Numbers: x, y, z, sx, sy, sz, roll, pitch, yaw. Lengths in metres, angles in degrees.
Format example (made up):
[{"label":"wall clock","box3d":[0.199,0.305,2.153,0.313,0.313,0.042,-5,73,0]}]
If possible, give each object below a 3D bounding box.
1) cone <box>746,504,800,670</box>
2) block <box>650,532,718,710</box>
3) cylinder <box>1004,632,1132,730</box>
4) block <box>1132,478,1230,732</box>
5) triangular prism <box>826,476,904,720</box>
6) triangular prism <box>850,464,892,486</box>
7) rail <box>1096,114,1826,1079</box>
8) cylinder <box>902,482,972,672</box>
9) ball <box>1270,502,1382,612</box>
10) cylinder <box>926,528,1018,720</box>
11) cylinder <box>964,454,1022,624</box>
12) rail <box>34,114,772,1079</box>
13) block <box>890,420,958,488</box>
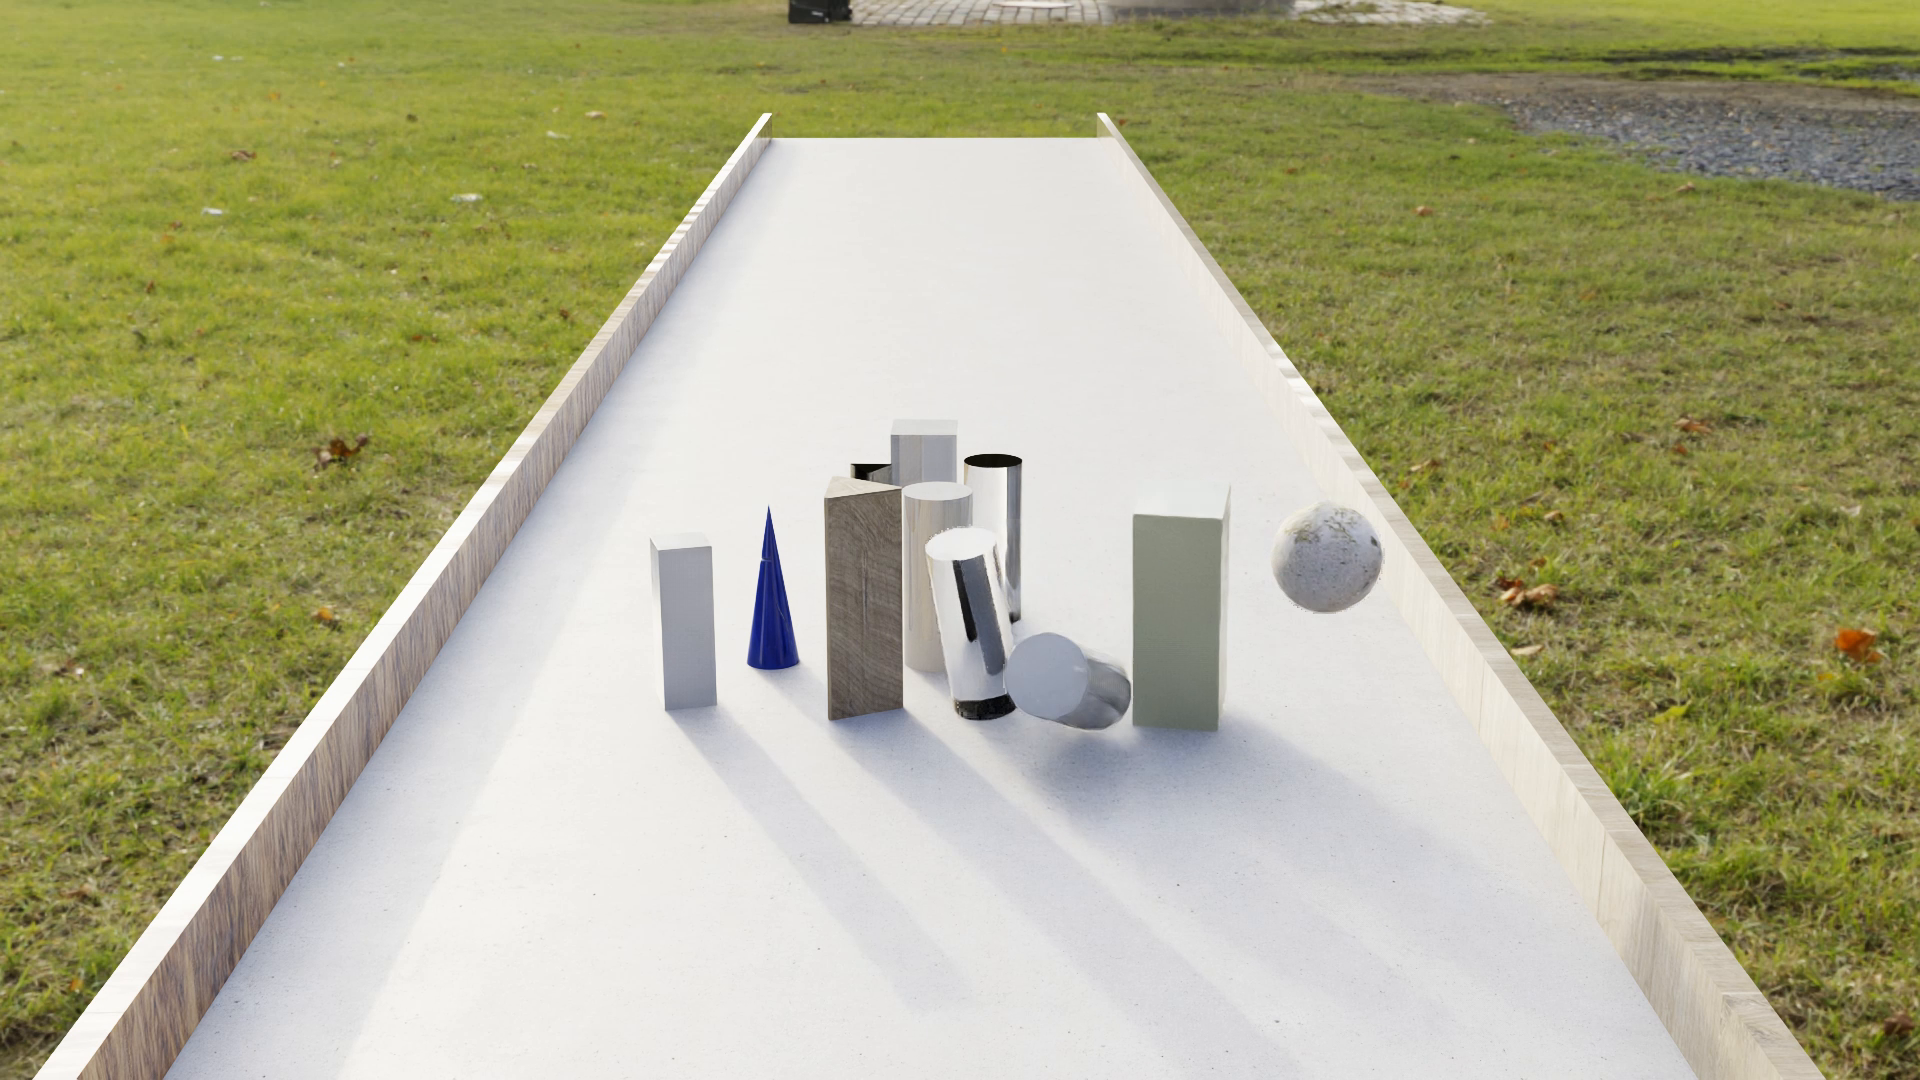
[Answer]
[{"label":"cone","box3d":[-0.376,0.084,4.366,0.108,0.329,0.108,0,17,0]},{"label":"block","box3d":[-0.523,0.152,4.160,0.100,0.316,0.100,-5,17,-16]},{"label":"cylinder","box3d":[0.196,0.254,3.884,0.146,0.146,0.346,5,-7,17]},{"label":"block","box3d":[0.405,0.120,4.030,0.158,0.433,0.158,3,26,11]},{"label":"triangular prism","box3d":[-0.205,0.103,4.126,0.153,0.430,0.133,-8,18,-26]},{"label":"triangular prism","box3d":[-0.199,0.000,4.659,0.075,0.324,0.087,10,19,31]},{"label":"rail","box3d":[0.932,-0.844,7.801,0.050,0.150,12.000,0,17,-1]},{"label":"cylinder","box3d":[-0.045,0.073,4.364,0.140,0.353,0.140,0,17,0]},{"label":"ball","box3d":[0.683,0.032,4.100,0.206,0.206,0.206,0,17,0]},{"label":"cylinder","box3d":[0.027,0.156,4.073,0.131,0.337,0.131,-8,26,4]},{"label":"cylinder","box3d":[0.069,-0.001,4.630,0.123,0.342,0.123,0,17,0]},{"label":"rail","box3d":[-1.118,-0.838,7.780,0.050,0.150,12.000,0,17,-1]},{"label":"block","box3d":[-0.077,-0.078,4.868,0.144,0.354,0.144,0,17,1]}]
